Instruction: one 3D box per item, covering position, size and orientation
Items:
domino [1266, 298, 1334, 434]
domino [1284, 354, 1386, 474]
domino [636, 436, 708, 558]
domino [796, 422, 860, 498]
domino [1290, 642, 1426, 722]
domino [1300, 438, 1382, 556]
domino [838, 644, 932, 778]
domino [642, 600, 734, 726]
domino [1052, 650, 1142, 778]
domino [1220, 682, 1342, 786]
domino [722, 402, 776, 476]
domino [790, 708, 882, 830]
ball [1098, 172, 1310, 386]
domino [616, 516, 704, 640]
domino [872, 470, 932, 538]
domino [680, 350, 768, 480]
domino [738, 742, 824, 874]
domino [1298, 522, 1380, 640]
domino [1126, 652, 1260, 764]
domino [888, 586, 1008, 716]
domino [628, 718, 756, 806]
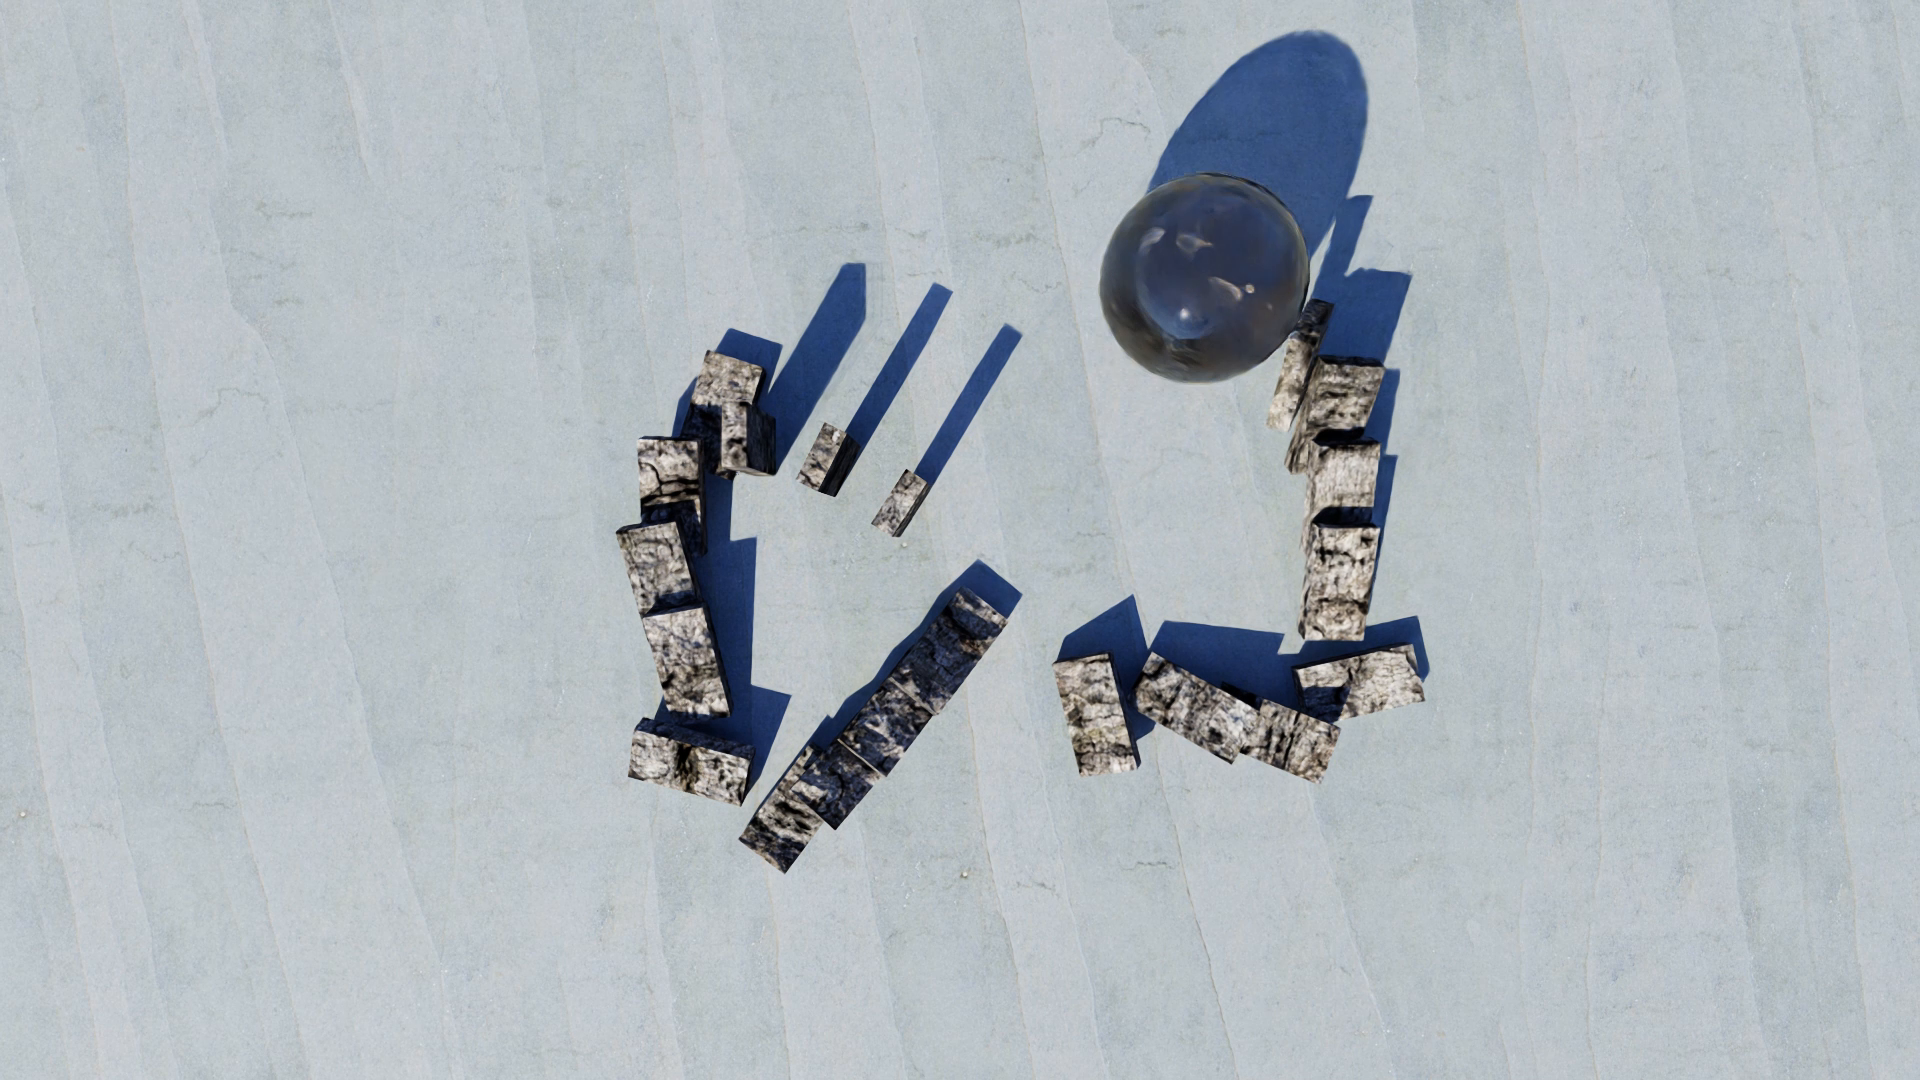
[{"bbox_3d":[0.137,-0.070,0.372,0.010,0.050,0.025,23,60,20],"label":"domino"},{"bbox_3d":[0.155,-0.051,0.382,0.025,0.010,0.050,3,123,-4],"label":"domino"},{"bbox_3d":[-0.122,-0.018,0.389,0.025,0.009,0.050,2,106,0],"label":"domino"},{"bbox_3d":[-0.053,-0.032,0.375,0.009,0.050,0.025,27,90,0],"label":"domino"},{"bbox_3d":[0.171,0.062,0.395,0.050,0.009,0.025,-13,90,0],"label":"domino"},{"bbox_3d":[0.160,-0.017,0.387,0.025,0.010,0.050,-3,111,0],"label":"domino"},{"bbox_3d":[-0.026,0.072,0.387,0.025,0.010,0.050,39,71,-1],"label":"domino"},{"bbox_3d":[-0.115,0.053,0.389,0.025,0.009,0.050,-10,105,0],"label":"domino"},{"bbox_3d":[0.058,0.074,0.391,0.025,0.010,0.050,-14,90,23],"label":"domino"},{"bbox_3d":[0.132,0.082,0.389,0.050,0.009,0.025,21,90,15],"label":"domino"},{"bbox_3d":[-0.086,-0.040,0.375,0.010,0.050,0.025,0,90,1],"label":"domino"},{"bbox_3d":[-0.045,0.094,0.388,0.025,0.009,0.050,42,71,0],"label":"domino"},{"bbox_3d":[0.095,-0.101,0.360,0.080,0.080,0.080,0,90,0],"label":"ball"},{"bbox_3d":[-0.125,0.017,0.388,0.025,0.010,0.050,-10,107,0],"label":"domino"},{"bbox_3d":[-0.023,-0.014,0.375,0.010,0.050,0.025,33,90,0],"label":"domino"},{"bbox_3d":[-0.103,-0.054,0.395,0.025,0.009,0.050,18,90,0],"label":"domino"},{"bbox_3d":[-0.070,0.115,0.395,0.025,0.010,0.050,37,90,0],"label":"domino"},{"bbox_3d":[0.160,0.017,0.388,0.025,0.009,0.050,0,108,0],"label":"domino"},{"bbox_3d":[0.098,0.071,0.389,0.050,0.010,0.025,29,93,14],"label":"domino"},{"bbox_3d":[-0.005,0.047,0.388,0.025,0.009,0.050,39,72,0],"label":"domino"},{"bbox_3d":[-0.114,0.095,0.391,0.050,0.010,0.025,15,113,0],"label":"domino"}]
